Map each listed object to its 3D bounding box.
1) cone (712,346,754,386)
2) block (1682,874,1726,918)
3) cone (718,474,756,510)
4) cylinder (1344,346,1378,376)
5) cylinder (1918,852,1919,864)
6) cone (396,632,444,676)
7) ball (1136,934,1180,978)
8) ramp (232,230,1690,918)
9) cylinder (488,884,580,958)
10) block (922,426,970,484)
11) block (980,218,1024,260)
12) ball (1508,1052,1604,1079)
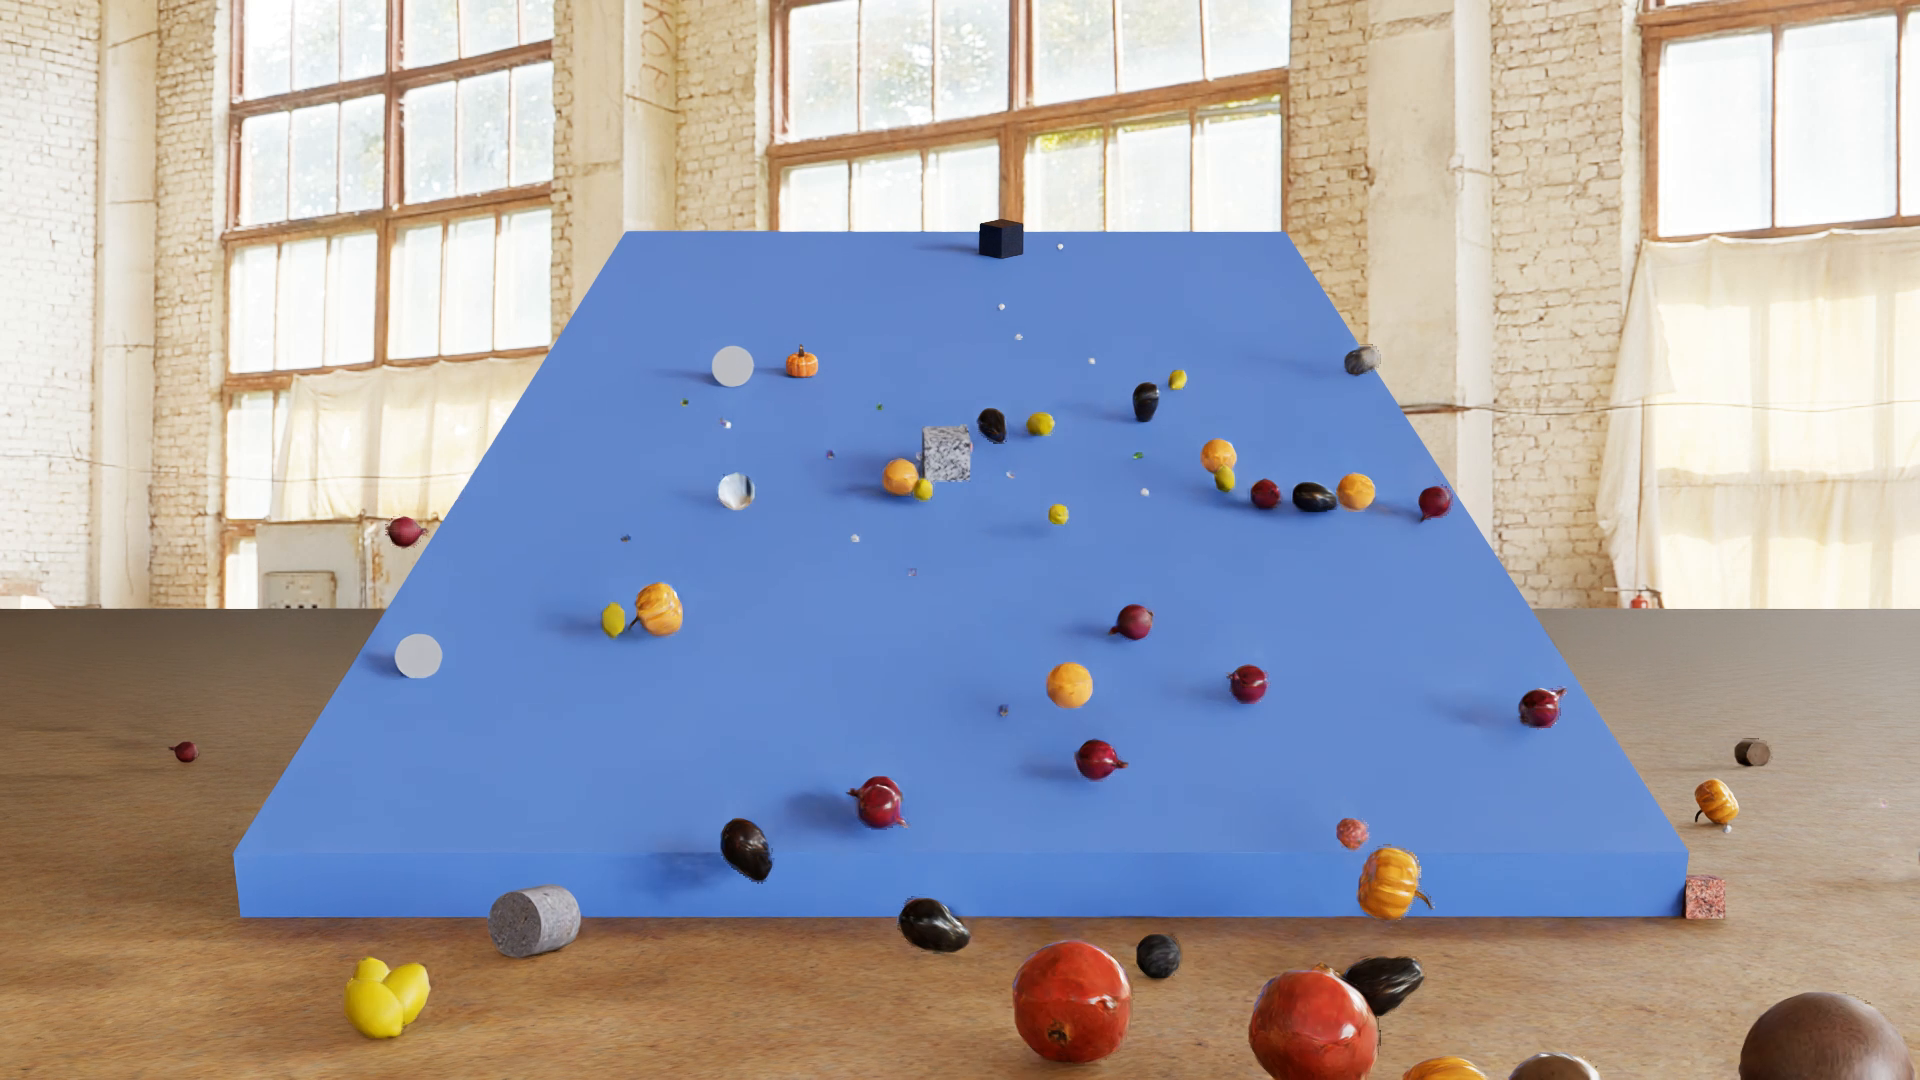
[{"bbox_3d":[-0.529,-0.399,5.325,0.097,0.097,0.097,0,-7,1],"label":"cone"},{"bbox_3d":[1.030,0.497,3.156,0.054,0.054,0.054,0,-2,0],"label":"block"},{"bbox_3d":[-0.443,-0.091,4.493,0.073,0.073,0.073,0,-7,-5],"label":"cone"},{"bbox_3d":[0.952,-0.426,5.382,0.059,0.059,0.059,-1,15,41],"label":"cylinder"},{"bbox_3d":[1.551,0.508,3.596,0.055,0.055,0.055,-1,-2,20],"label":"cylinder"},{"bbox_3d":[-0.884,0.193,3.710,0.074,0.074,0.074,0,-14,-14],"label":"cone"},{"bbox_3d":[0.230,0.483,2.632,0.052,0.052,0.052,0,-2,0],"label":"ball"},{"bbox_3d":[-0.005,-0.207,5.009,2.000,0.100,4.000,0,20,0],"label":"ramp"},{"bbox_3d":[-0.530,0.474,2.822,0.081,0.081,0.081,-1,-2,26],"label":"cylinder"},{"bbox_3d":[-0.029,-0.176,4.643,0.093,0.093,0.093,-1,20,-4],"label":"block"},{"bbox_3d":[0.120,-0.872,6.562,0.091,0.091,0.091,-19,27,-41],"label":"block"},{"bbox_3d":[0.468,0.444,1.776,0.084,0.084,0.084,0,-2,0],"label":"ball"}]
